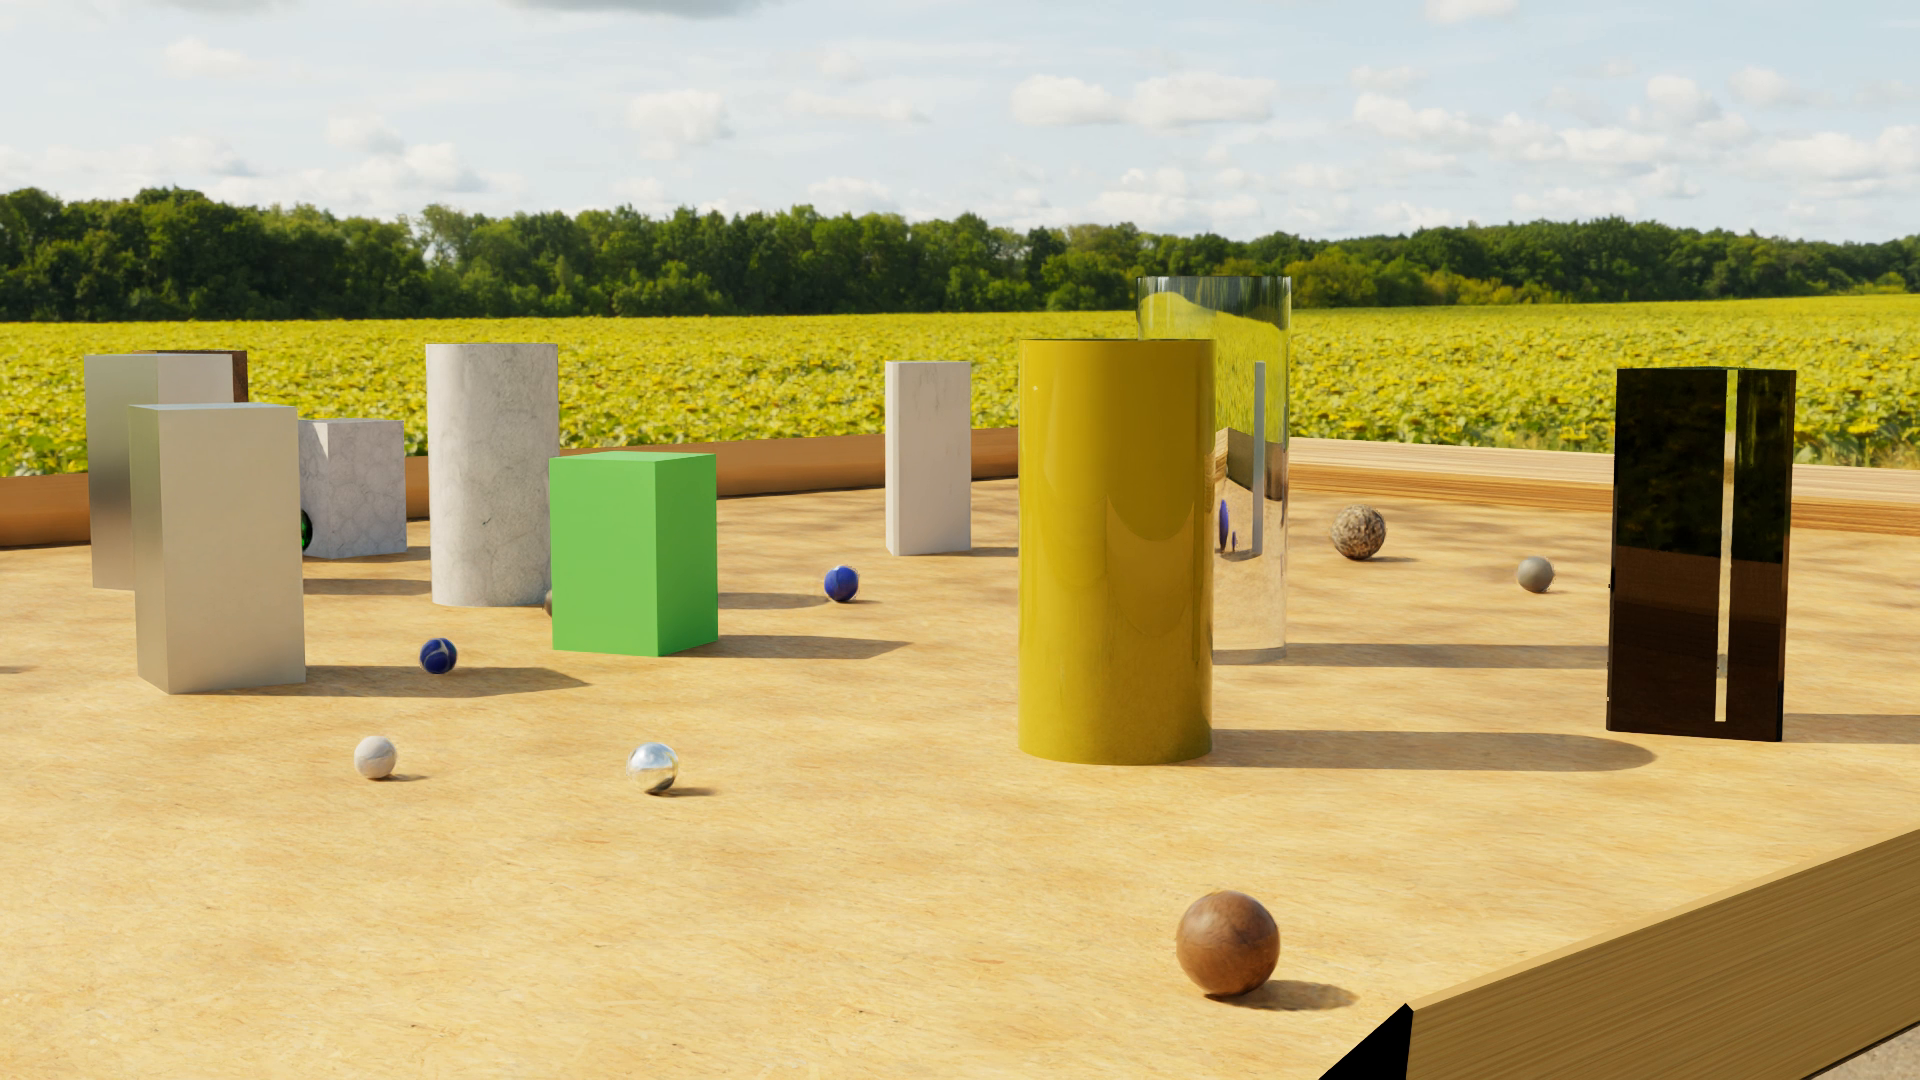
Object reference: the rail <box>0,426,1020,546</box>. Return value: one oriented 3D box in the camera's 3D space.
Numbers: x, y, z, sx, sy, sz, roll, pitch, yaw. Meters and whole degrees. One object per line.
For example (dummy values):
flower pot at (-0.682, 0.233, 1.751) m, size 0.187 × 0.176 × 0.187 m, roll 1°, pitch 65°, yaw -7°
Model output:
rail at (-1.244, -0.106, 4.673) m, size 4.174 × 0.129 × 0.045 m, roll -5°, pitch 8°, yaw -42°

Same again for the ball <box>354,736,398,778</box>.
ball at (-0.559, 0.207, 2.103) m, size 0.041 × 0.041 × 0.041 m, roll 0°, pitch 6°, yaw 0°

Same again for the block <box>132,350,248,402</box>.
block at (-1.400, -0.159, 4.012) m, size 0.159 × 0.373 × 0.159 m, roll -4°, pitch 7°, yaw -35°

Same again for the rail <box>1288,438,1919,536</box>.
rail at (1.517, -0.111, 4.724) m, size 0.045 × 0.129 × 3.716 m, roll -5°, pitch 8°, yaw -42°

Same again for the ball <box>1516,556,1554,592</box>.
ball at (0.913, 0.055, 3.491) m, size 0.057 × 0.057 × 0.057 m, roll 0°, pitch 6°, yaw 0°

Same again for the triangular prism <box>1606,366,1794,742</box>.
triangular prism at (0.796, 0.008, 2.359) m, size 0.173 × 0.384 × 0.149 m, roll 2°, pitch 6°, yaw 21°

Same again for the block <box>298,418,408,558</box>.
block at (-1.138, -0.099, 4.061) m, size 0.159 × 0.244 × 0.159 m, roll 5°, pitch 8°, yaw 42°

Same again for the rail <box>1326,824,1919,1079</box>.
rail at (1.244, 0.173, 1.991) m, size 4.174 × 0.129 × 0.045 m, roll -5°, pitch 8°, yaw -42°

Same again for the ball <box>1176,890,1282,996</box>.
ball at (0.175, 0.263, 1.434) m, size 0.068 × 0.068 × 0.068 m, roll 0°, pitch 6°, yaw 0°

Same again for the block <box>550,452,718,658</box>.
block at (-0.432, 0.015, 2.928) m, size 0.159 × 0.253 × 0.159 m, roll 3°, pitch 6°, yaw 23°

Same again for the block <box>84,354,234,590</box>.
block at (-1.292, -0.113, 3.565) m, size 0.159 × 0.374 × 0.159 m, roll 3°, pitch 7°, yaw 26°

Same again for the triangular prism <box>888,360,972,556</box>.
triangular prism at (-0.093, -0.157, 4.101) m, size 0.173 × 0.351 × 0.149 m, roll -4°, pitch 7°, yaw -37°

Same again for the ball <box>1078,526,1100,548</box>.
ball at (0.242, -0.006, 4.145) m, size 0.041 × 0.041 × 0.041 m, roll 0°, pitch 6°, yaw 0°

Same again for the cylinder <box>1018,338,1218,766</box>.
cylinder at (0.159, 0.005, 2.238) m, size 0.199 × 0.416 × 0.199 m, roll 0°, pitch 6°, yaw 0°

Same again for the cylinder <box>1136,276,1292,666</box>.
cylinder at (0.325, -0.095, 2.846) m, size 0.199 × 0.488 × 0.199 m, roll 0°, pitch 6°, yaw 0°

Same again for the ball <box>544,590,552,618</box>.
ball at (-0.574, 0.091, 3.169) m, size 0.051 × 0.051 × 0.051 m, roll 0°, pitch 6°, yaw 0°

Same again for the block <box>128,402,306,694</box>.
block at (-0.897, 0.004, 2.652) m, size 0.159 × 0.331 × 0.159 m, roll -4°, pitch 7°, yaw -32°

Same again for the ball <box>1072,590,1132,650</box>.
ball at (0.186, 0.106, 2.894) m, size 0.079 × 0.079 × 0.079 m, roll 0°, pitch 6°, yaw 0°

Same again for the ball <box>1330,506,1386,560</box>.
ball at (0.716, -0.013, 3.951) m, size 0.097 × 0.097 × 0.097 m, roll 0°, pitch 6°, yaw 0°

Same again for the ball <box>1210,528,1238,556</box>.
ball at (0.480, 0.005, 3.993) m, size 0.051 × 0.051 × 0.051 m, roll 0°, pitch 6°, yaw 0°

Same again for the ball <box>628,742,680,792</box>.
ball at (-0.284, 0.211, 2.041) m, size 0.047 × 0.047 × 0.047 m, roll 0°, pitch 6°, yaw 0°

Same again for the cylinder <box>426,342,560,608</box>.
cylinder at (-0.719, -0.105, 3.395) m, size 0.199 × 0.394 × 0.199 m, roll 0°, pitch 6°, yaw 0°

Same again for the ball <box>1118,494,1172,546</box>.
ball at (0.351, -0.038, 4.172) m, size 0.100 × 0.100 × 0.100 m, roll 0°, pitch 6°, yaw 0°

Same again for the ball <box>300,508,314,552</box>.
ball at (-1.218, -0.016, 3.966) m, size 0.099 × 0.099 × 0.099 m, roll 0°, pitch 6°, yaw 0°

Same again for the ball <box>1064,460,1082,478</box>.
ball at (0.301, -0.191, 5.885) m, size 0.051 × 0.051 × 0.051 m, roll 0°, pitch 6°, yaw 0°

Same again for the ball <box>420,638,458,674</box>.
ball at (-0.641, 0.142, 2.706) m, size 0.045 × 0.045 × 0.045 m, roll 0°, pitch 6°, yaw 0°

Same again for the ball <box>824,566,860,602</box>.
ball at (-0.182, 0.067, 3.378) m, size 0.055 × 0.055 × 0.055 m, roll 0°, pitch 6°, yaw 0°
